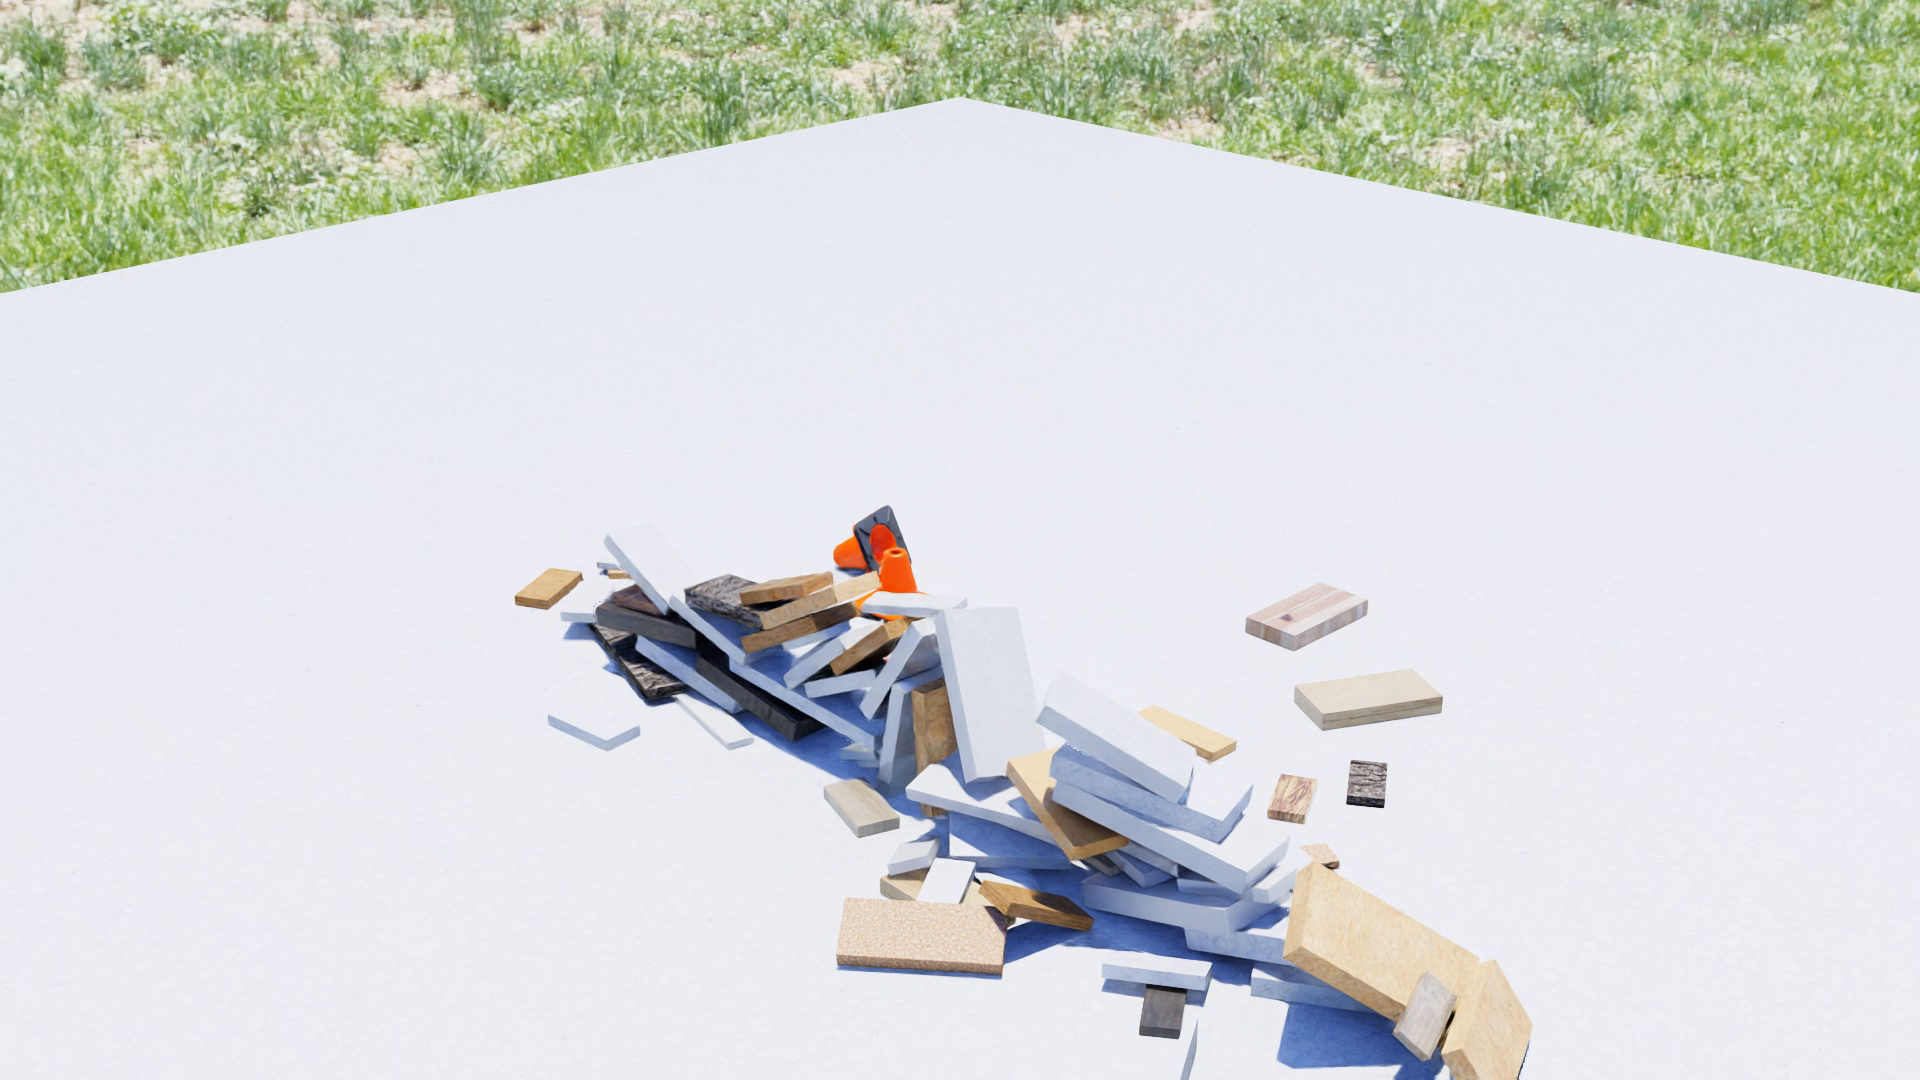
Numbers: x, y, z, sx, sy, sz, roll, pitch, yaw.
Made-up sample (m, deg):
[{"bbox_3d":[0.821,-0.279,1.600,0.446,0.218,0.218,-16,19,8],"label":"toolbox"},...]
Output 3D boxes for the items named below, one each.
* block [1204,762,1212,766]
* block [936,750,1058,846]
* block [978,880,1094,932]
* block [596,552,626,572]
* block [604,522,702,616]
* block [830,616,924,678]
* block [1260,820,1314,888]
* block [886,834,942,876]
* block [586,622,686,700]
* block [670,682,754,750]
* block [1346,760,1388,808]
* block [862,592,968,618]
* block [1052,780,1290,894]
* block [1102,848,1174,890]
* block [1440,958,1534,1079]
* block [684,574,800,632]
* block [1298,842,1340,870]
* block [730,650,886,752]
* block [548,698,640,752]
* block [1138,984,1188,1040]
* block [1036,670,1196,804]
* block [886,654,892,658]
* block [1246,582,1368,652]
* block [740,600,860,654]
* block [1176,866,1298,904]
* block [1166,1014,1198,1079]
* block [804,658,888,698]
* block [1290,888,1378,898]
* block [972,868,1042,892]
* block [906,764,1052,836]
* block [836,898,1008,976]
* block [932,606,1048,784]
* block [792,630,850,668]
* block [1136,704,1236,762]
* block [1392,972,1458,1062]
[{"bbox_3d":[0.455,0.532,4.456,0.138,0.039,0.275,0,23,-1],"label":"block"},{"bbox_3d":[0.113,0.502,4.246,0.410,0.035,0.123,16,35,39],"label":"block"},{"bbox_3d":[0.140,0.670,4.026,0.212,0.026,0.091,19,8,-38],"label":"block"},{"bbox_3d":[-0.849,0.057,5.559,0.123,0.017,0.062,5,24,12],"label":"block"},{"bbox_3d":[-0.686,0.063,4.979,0.123,0.035,0.246,-18,53,-42],"label":"block"},{"bbox_3d":[-0.158,0.208,4.473,0.121,0.034,0.241,-20,-10,-36],"label":"block"},{"bbox_3d":[0.578,0.595,4.174,0.123,0.035,0.247,1,15,-19],"label":"block"},{"bbox_3d":[-0.087,0.605,4.225,0.079,0.022,0.157,-15,5,9],"label":"block"},{"bbox_3d":[-0.775,0.240,5.118,0.090,0.026,0.552,-11,25,-24],"label":"block"},{"bbox_3d":[-0.653,0.319,4.985,0.062,0.017,0.701,-14,27,-29],"label":"block"},{"bbox_3d":[0.842,0.503,4.546,0.077,0.022,0.155,5,23,11],"label":"block"},{"bbox_3d":[-0.091,0.130,4.394,0.202,0.020,0.072,3,20,25],"label":"block"},{"bbox_3d":[0.381,0.504,3.989,0.401,0.047,0.167,24,29,28],"label":"block"},{"bbox_3d":[0.332,0.568,4.135,0.117,0.033,0.234,-19,28,-23],"label":"block"},{"bbox_3d":[0.875,0.826,3.639,0.039,0.138,0.275,-27,8,31],"label":"block"},{"bbox_3d":[-0.469,0.134,4.785,0.254,0.036,0.127,16,26,41],"label":"block"},{"bbox_3d":[0.653,0.617,4.231,0.138,0.020,0.069,-6,24,-13],"label":"block"},{"bbox_3d":[-0.297,0.328,4.698,0.461,0.035,0.123,25,31,39],"label":"block"},{"bbox_3d":[-0.796,0.401,4.780,0.192,0.027,0.096,18,29,36],"label":"block"},{"bbox_3d":[0.354,0.813,3.818,0.071,0.020,0.142,4,23,9],"label":"block"},{"bbox_3d":[0.281,0.352,3.947,0.290,0.041,0.145,31,26,-1],"label":"block"},{"bbox_3d":[-0.121,0.258,5.119,0.090,0.026,0.181,11,25,24],"label":"block"},{"bbox_3d":[0.833,0.182,5.279,0.290,0.041,0.145,-21,31,-40],"label":"block"},{"bbox_3d":[-0.341,0.185,4.686,0.127,0.036,0.254,-20,1,-43],"label":"block"},{"bbox_3d":[0.498,0.611,3.947,0.195,0.028,0.098,-1,16,42],"label":"block"},{"bbox_3d":[0.366,0.867,3.627,0.020,0.071,0.186,6,24,14],"label":"block"},{"bbox_3d":[-0.205,0.282,4.586,0.121,0.034,0.241,-20,3,-41],"label":"block"},{"bbox_3d":[0.701,0.674,4.144,0.155,0.022,0.077,9,25,20],"label":"block"},{"bbox_3d":[0.068,0.638,4.221,0.098,0.028,0.195,-10,25,-23],"label":"block"},{"bbox_3d":[0.084,0.501,4.189,0.389,0.026,0.091,10,32,32],"label":"block"},{"bbox_3d":[-0.067,0.715,3.972,0.298,0.035,0.123,2,46,6],"label":"block"},{"bbox_3d":[0.062,0.298,4.268,0.167,0.334,0.047,-2,-18,-30],"label":"block"},{"bbox_3d":[-0.292,0.236,4.669,0.072,0.020,0.143,-18,-11,-41],"label":"block"},{"bbox_3d":[0.481,0.416,4.751,0.079,0.022,0.235,-21,31,-40],"label":"block"},{"bbox_3d":[0.772,0.789,3.646,0.069,0.020,0.138,42,49,-3],"label":"block"}]
